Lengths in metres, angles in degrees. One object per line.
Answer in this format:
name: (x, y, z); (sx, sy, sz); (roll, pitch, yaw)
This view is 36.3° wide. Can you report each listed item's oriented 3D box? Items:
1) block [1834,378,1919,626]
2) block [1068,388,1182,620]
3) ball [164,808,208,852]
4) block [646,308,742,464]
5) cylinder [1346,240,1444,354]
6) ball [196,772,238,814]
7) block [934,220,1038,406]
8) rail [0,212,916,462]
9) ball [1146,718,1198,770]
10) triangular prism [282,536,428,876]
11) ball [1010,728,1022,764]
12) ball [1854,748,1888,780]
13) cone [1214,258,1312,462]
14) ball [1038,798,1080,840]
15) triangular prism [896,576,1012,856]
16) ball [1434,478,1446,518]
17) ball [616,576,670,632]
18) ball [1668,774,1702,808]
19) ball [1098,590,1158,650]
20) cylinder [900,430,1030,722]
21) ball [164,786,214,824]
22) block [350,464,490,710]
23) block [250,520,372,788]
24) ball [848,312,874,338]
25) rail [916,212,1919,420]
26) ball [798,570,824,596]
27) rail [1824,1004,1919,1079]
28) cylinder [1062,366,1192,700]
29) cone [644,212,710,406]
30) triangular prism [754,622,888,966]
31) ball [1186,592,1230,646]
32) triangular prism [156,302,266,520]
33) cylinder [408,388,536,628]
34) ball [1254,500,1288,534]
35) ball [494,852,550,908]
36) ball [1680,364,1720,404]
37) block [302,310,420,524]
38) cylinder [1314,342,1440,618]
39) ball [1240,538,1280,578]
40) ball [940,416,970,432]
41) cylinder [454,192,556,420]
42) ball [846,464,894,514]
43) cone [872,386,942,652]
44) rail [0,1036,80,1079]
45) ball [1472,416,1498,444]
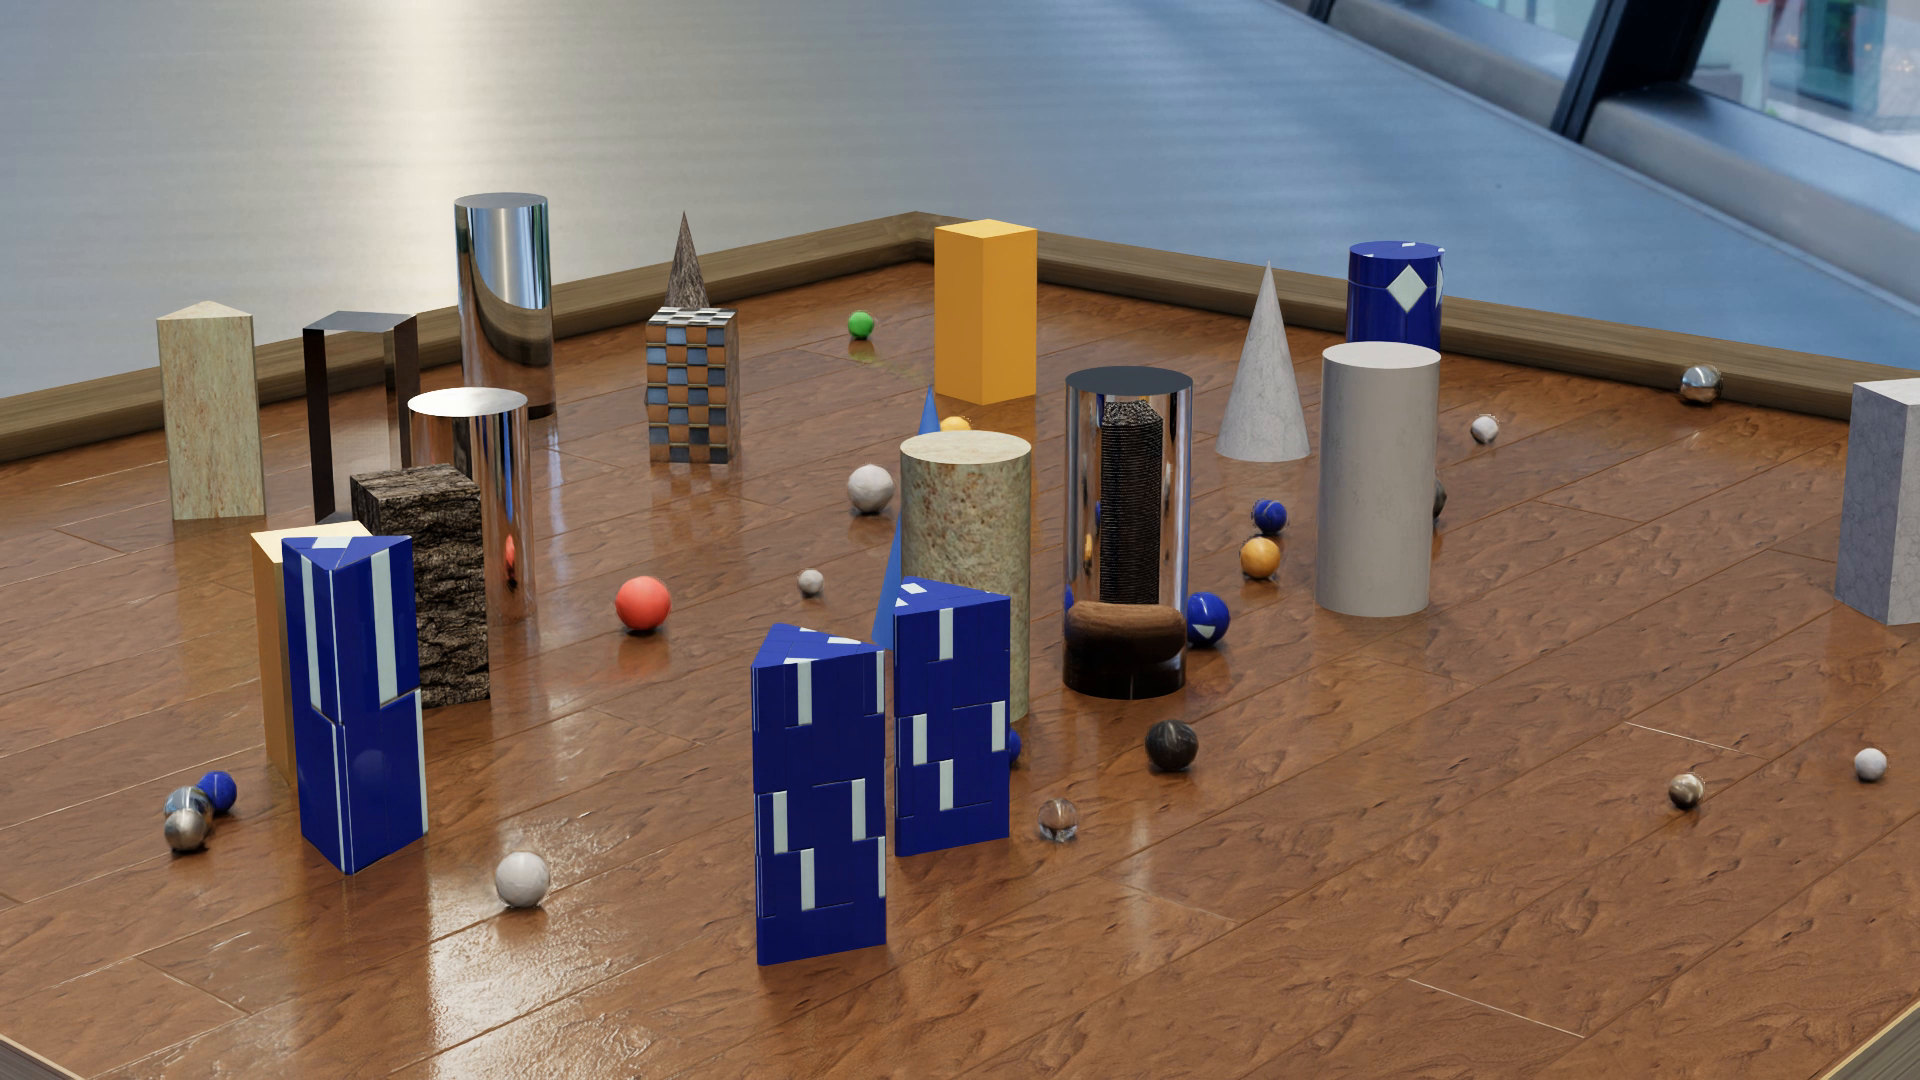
block: (1.626, -0.068, 5.013); (0.160, 0.386, 0.160); (-5, 17, -16)
block: (0.284, -0.063, 5.045); (0.160, 0.357, 0.160); (5, 17, 15)
ball: (-1.064, 0.399, 4.031); (0.058, 0.058, 0.058); (0, 17, 0)
block: (-0.545, -0.318, 6.012); (0.160, 0.288, 0.160); (2, 17, 6)
cylinder: (0.919, -0.429, 6.223); (0.200, 0.379, 0.200); (0, 17, 0)
ball: (-1.056, 0.359, 4.162); (0.059, 0.059, 0.059); (0, 17, 0)
block: (0.057, -0.506, 6.491); (0.160, 0.372, 0.160); (-14, 22, -39)
rail: (-1.536, -0.352, 6.397); (0.045, 0.130, 4.370); (14, 22, 39)
ball: (0.313, 0.302, 4.321); (0.076, 0.076, 0.076); (0, 17, 0)
triangular prism: (-0.807, 0.213, 4.000); (0.150, 0.432, 0.173); (-10, 20, -31)
ball: (0.062, 0.305, 4.340); (0.060, 0.060, 0.060); (0, 17, 0)
ball: (1.331, 0.328, 4.285); (0.048, 0.048, 0.048); (0, 17, 0)
cone: (0.629, -0.381, 6.023); (0.200, 0.403, 0.200); (0, 17, 0)
ball: (0.137, 0.387, 4.068); (0.059, 0.059, 0.059); (0, 17, 0)
triangular prism: (-0.041, 0.237, 4.066); (0.173, 0.348, 0.150); (-8, 18, -25)
ball: (0.870, -0.082, 5.554); (0.100, 0.100, 0.100); (0, 17, 0)
ball: (-0.534, 0.108, 4.939); (0.092, 0.092, 0.092); (0, 17, 0)
ball: (1.035, 0.358, 4.185); (0.048, 0.048, 0.048); (0, 17, 0)
ball: (0.276, 0.132, 4.844); (0.100, 0.100, 0.100); (0, 17, 0)
cylinder: (0.009, 0.060, 4.528); (0.200, 0.421, 0.200); (0, 17, 0)
ball: (-1.075, 0.377, 4.089); (0.067, 0.067, 0.067); (0, 17, 0)
block: (-0.848, 0.075, 4.607); (0.160, 0.347, 0.160); (-8, 19, -26)
block: (-0.935, 0.166, 4.313); (0.160, 0.342, 0.160); (-8, 18, -24)
ball: (-0.239, -0.517, 7.063); (0.063, 0.063, 0.063); (0, 17, 0)
rail: (1.417, -0.438, 6.682); (4.116, 0.130, 0.045); (14, 22, 39)
ball: (-0.260, 0.075, 5.127); (0.046, 0.046, 0.046); (0, 17, 0)
rail: (1.536, 0.417, 3.843); (0.045, 0.130, 4.370); (14, 22, 39)
cylinder: (0.264, -0.013, 4.644); (0.200, 0.493, 0.200); (0, 17, 0)
cone: (-0.598, -0.512, 6.416); (0.200, 0.428, 0.200); (0, 17, 0)
triangular prism: (-0.203, 0.315, 3.724); (0.173, 0.396, 0.150); (-7, 18, -23)
ball: (0.403, 0.131, 4.867); (0.089, 0.089, 0.089); (0, 17, 0)
triangular prism: (-1.431, -0.252, 5.618); (0.173, 0.389, 0.150); (-3, 17, -11)
cylinder: (-0.830, -0.055, 4.996); (0.200, 0.372, 0.200); (0, 17, 0)
ball: (0.582, -0.045, 5.495); (0.063, 0.063, 0.063); (0, 17, 0)
ball: (-0.574, 0.446, 3.849); (0.073, 0.073, 0.073); (0, 17, 0)
ball: (1.624, -0.341, 6.437); (0.087, 0.087, 0.087); (0, 17, 0)
block: (-1.126, -0.229, 5.559); (0.160, 0.379, 0.160); (4, 17, 12)
cylinder: (0.717, -0.106, 5.050); (0.200, 0.437, 0.200); (0, 17, 0)
ball: (0.535, 0.031, 5.225); (0.073, 0.073, 0.073); (0, 17, 0)
ball: (-0.012, -0.219, 6.060); (0.072, 0.072, 0.072); (0, 17, 0)
cylinder: (-0.980, -0.503, 6.325); (0.200, 0.463, 0.200); (0, 17, 0)
ball: (-0.172, -0.098, 5.620); (0.093, 0.093, 0.093); (0, 17, 0)
cone: (-0.049, -0.048, 4.861); (0.200, 0.436, 0.200); (0, 17, 0)
rail: (-1.417, 0.503, 3.557); (4.116, 0.130, 0.045); (14, 22, 39)
ball: (1.095, -0.229, 6.120); (0.056, 0.056, 0.056); (0, 17, 0)
